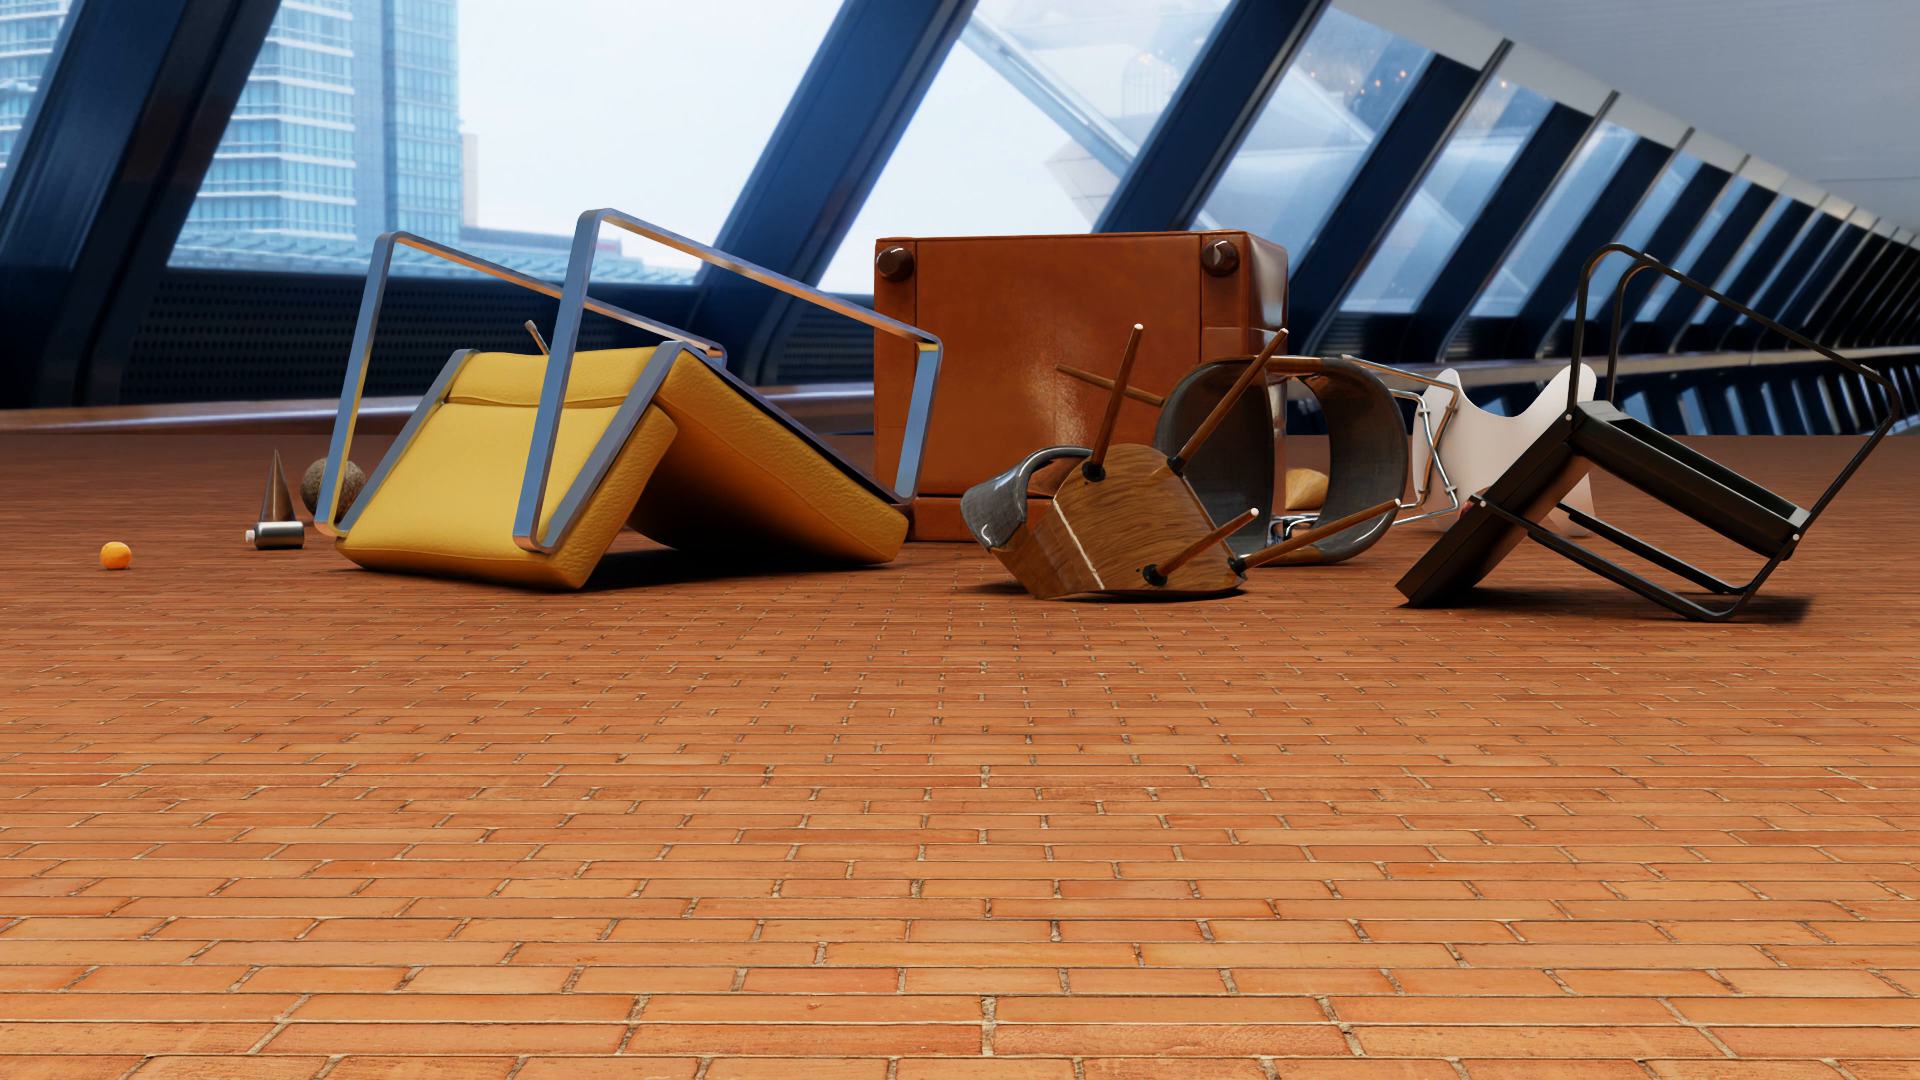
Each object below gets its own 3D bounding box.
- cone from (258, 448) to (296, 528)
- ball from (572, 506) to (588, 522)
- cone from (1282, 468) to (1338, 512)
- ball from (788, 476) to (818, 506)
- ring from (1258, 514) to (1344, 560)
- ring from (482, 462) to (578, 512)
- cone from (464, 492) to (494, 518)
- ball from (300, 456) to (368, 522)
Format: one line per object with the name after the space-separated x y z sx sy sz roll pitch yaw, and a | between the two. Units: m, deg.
-2.258 -0.182 7.269 0.125 0.265 0.275 -1 4 -16 | cone
-1.284 -0.090 7.437 0.057 0.057 0.057 0 4 0 | ball
1.251 -0.149 8.169 0.228 0.153 0.249 17 30 28 | cone
-0.598 -0.184 8.384 0.114 0.114 0.114 0 4 0 | ball
0.913 -0.008 5.876 0.207 0.110 0.269 1 5 41 | ring
-1.601 -0.201 8.189 0.350 0.178 0.406 -3 3 -17 | ring
-1.690 -0.099 7.659 0.094 0.103 0.096 -29 -16 20 | cone
-2.113 -0.171 7.426 0.220 0.220 0.220 0 4 0 | ball
